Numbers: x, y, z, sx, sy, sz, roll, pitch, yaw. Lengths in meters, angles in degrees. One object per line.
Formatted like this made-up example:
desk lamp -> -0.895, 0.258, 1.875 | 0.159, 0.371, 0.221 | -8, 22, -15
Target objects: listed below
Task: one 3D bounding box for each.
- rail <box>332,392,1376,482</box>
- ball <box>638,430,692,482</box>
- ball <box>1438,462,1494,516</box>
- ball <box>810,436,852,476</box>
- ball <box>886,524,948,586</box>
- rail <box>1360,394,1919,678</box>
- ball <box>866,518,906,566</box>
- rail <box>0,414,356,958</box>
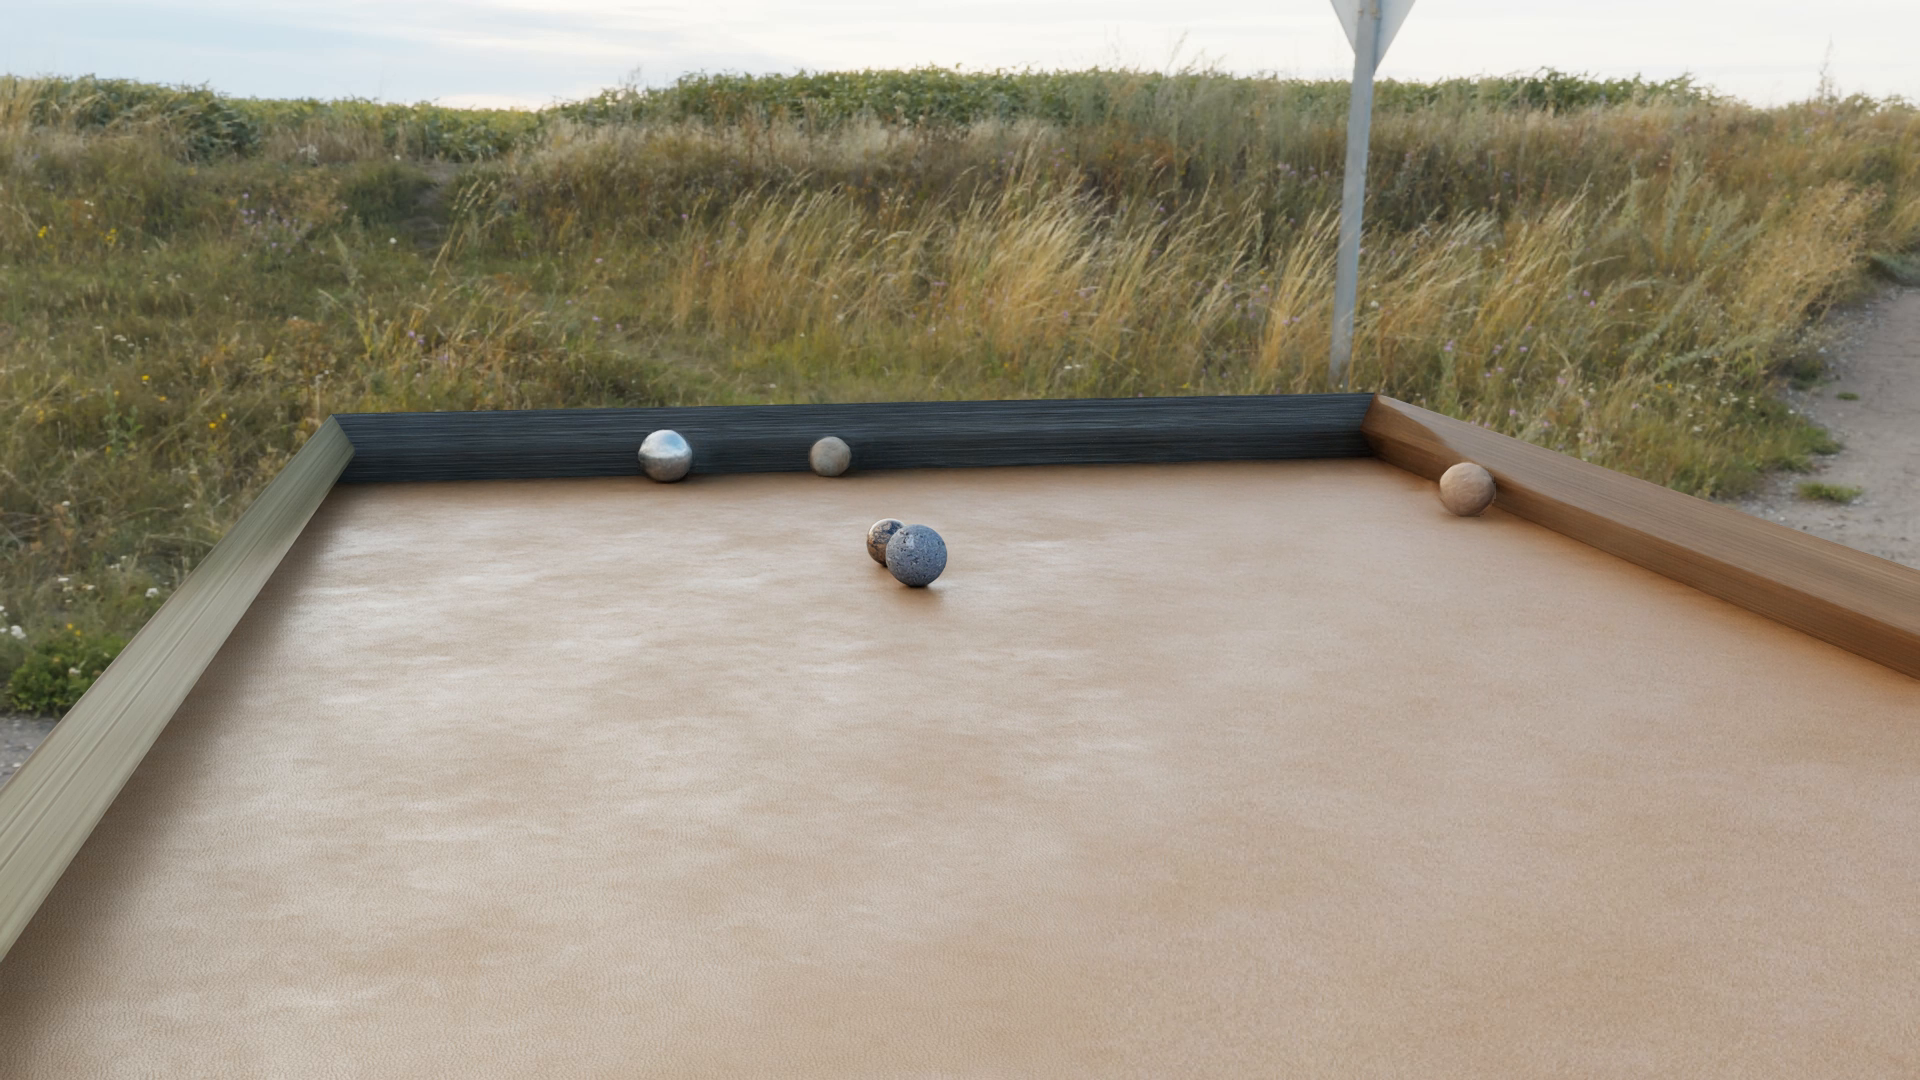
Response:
rail -> -0.160, -0.193, 4.157 | 1.994, 0.126, 0.045 | -2, 11, -9
ball -> -0.540, -0.154, 4.027 | 0.097, 0.097, 0.097 | 0, 10, 0
ball -> 0.846, -0.085, 3.673 | 0.090, 0.090, 0.090 | 0, 10, 0
ball -> -0.240, -0.155, 4.095 | 0.076, 0.076, 0.076 | 0, 10, 0
ball -> -0.062, 0.022, 3.106 | 0.088, 0.088, 0.088 | 0, 10, 0
rail -> 1.123, 0.123, 2.446 | 0.045, 0.126, 3.908 | -2, 11, -9
ball -> -0.104, 0.003, 3.253 | 0.070, 0.070, 0.070 | 0, 10, 0
rail -> -0.796, 0.183, 2.125 | 0.045, 0.126, 3.908 | -2, 11, -9
